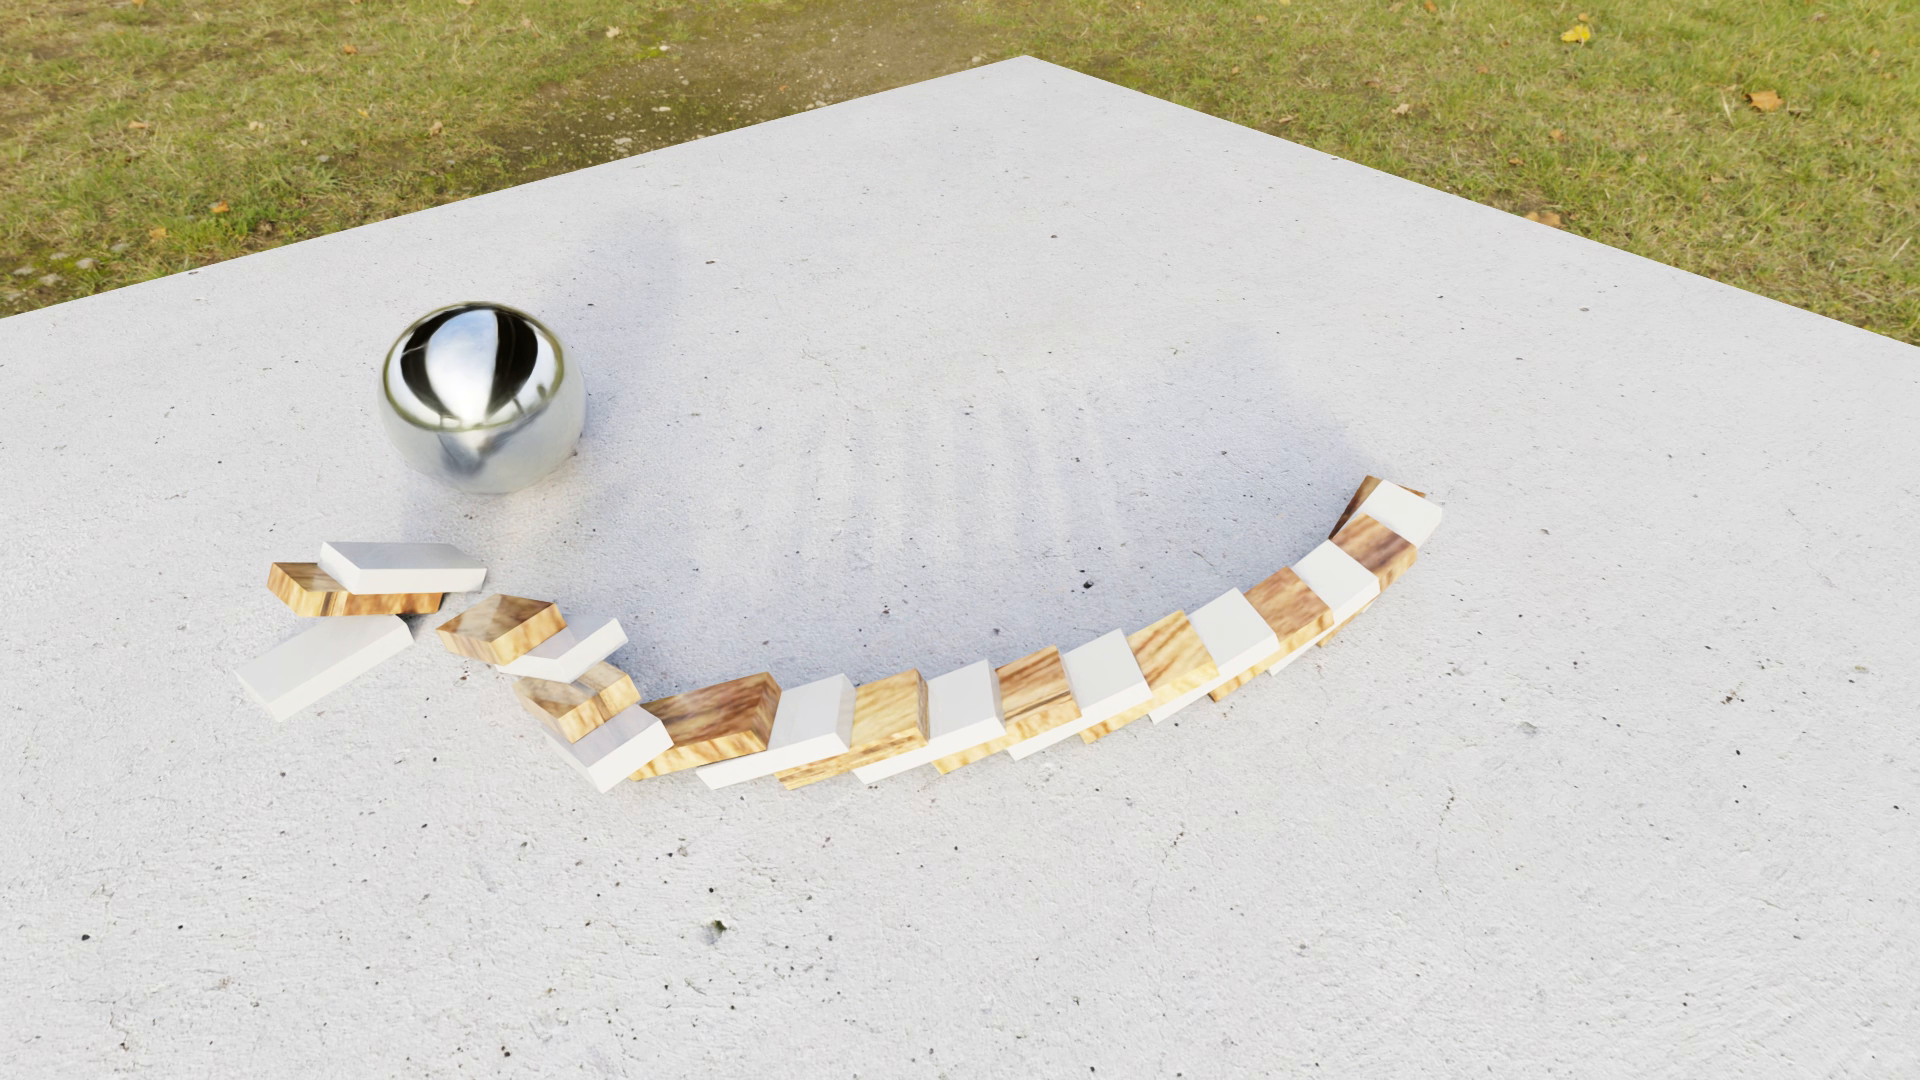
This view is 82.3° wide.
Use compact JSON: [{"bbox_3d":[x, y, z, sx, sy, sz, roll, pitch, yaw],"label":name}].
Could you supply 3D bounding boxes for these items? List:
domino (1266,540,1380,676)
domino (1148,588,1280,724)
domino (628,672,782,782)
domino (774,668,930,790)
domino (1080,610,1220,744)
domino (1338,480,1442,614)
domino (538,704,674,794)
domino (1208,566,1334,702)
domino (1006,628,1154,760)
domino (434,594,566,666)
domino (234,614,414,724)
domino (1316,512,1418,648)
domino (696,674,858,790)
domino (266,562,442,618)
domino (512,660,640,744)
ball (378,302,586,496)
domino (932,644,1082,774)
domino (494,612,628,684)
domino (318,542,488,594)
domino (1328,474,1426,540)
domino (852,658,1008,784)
[{"bbox_3d":[0.124,0.024,0.399,0.050,0.009,0.025,-37,47,-5],"label":"domino"},{"bbox_3d":[0.081,0.040,0.380,0.050,0.010,0.025,-31,44,0],"label":"domino"},{"bbox_3d":[-0.084,0.060,0.355,0.050,0.009,0.025,-16,36,18],"label":"domino"},{"bbox_3d":[-0.035,0.061,0.354,0.050,0.009,0.025,-20,37,14],"label":"domino"},{"bbox_3d":[0.059,0.046,0.372,0.050,0.009,0.025,-28,42,4],"label":"domino"},{"bbox_3d":[0.160,0.002,0.425,0.050,0.010,0.025,-46,55,-12],"label":"domino"},{"bbox_3d":[-0.113,0.062,0.350,0.025,0.009,0.050,-34,25,-28],"label":"domino"},{"bbox_3d":[0.103,0.033,0.388,0.050,0.010,0.025,-33,45,-1],"label":"domino"},{"bbox_3d":[0.036,0.051,0.366,0.050,0.010,0.025,-26,41,6],"label":"domino"},{"bbox_3d":[-0.163,0.031,0.390,0.050,0.010,0.025,3,32,45],"label":"domino"},{"bbox_3d":[-0.226,0.041,0.393,0.025,0.010,0.050,27,46,29],"label":"domino"},{"bbox_3d":[0.143,0.014,0.410,0.050,0.010,0.025,-40,50,-8],"label":"domino"},{"bbox_3d":[-0.058,0.061,0.353,0.050,0.010,0.025,-18,36,16],"label":"domino"},{"bbox_3d":[-0.220,0.018,0.401,0.025,0.010,0.050,27,13,30],"label":"domino"},{"bbox_3d":[-0.128,0.050,0.365,0.025,0.010,0.050,-34,25,-29],"label":"domino"},{"bbox_3d":[-0.198,-0.059,0.459,0.080,0.080,0.080,0,39,0],"label":"ball"},{"bbox_3d":[0.013,0.055,0.361,0.050,0.010,0.025,-24,39,8],"label":"domino"},{"bbox_3d":[-0.141,0.037,0.382,0.050,0.010,0.025,0,30,42],"label":"domino"},{"bbox_3d":[-0.207,0.010,0.410,0.025,0.010,0.050,27,13,29],"label":"domino"},{"bbox_3d":[0.171,-0.007,0.452,0.025,0.010,0.050,22,44,25],"label":"domino"},{"bbox_3d":[-0.011,0.059,0.356,0.050,0.009,0.025,-22,38,11],"label":"domino"}]
